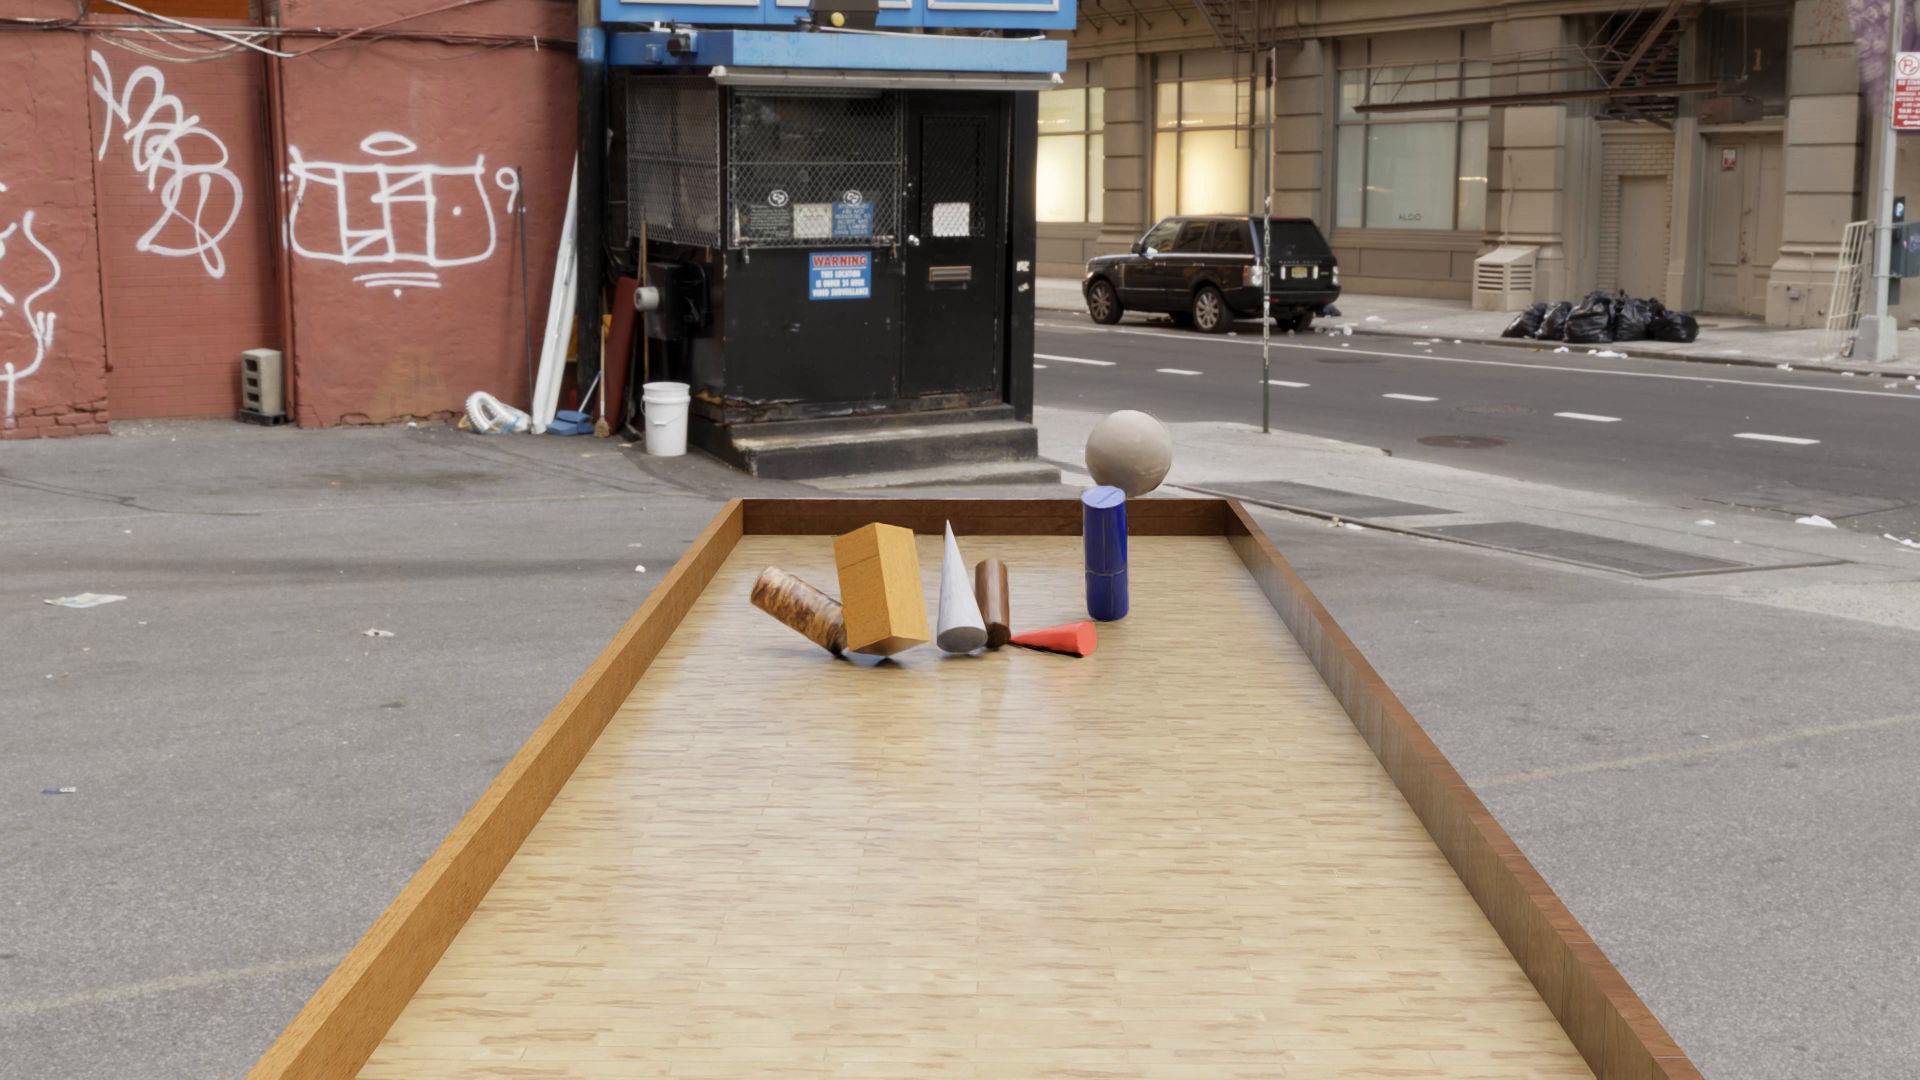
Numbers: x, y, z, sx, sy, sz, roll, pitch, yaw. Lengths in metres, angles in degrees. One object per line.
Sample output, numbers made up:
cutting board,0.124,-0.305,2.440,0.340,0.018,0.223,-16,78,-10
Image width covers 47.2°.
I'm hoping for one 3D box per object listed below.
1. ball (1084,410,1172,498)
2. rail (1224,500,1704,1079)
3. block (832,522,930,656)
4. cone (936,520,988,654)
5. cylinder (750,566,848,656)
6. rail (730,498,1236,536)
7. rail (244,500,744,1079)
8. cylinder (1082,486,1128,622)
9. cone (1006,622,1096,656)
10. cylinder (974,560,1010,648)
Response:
ball,0.569,-0.291,7.430,0.296,0.296,0.296,0,9,0
rail,1.046,0.843,3.208,0.050,0.150,12.000,0,9,1
block,-0.239,0.152,6.681,0.175,0.357,0.175,-22,-21,35
cone,-0.017,0.117,6.856,0.161,0.452,0.161,-5,-33,-3
cylinder,-0.477,0.217,6.803,0.316,0.146,0.146,30,20,19
rail,0.099,-0.098,9.147,2.100,0.150,0.050,0,9,1
rail,-1.004,0.839,3.234,0.050,0.150,12.000,0,9,1
cylinder,0.480,0.047,7.250,0.142,0.436,0.142,-3,30,2
cone,0.245,0.312,6.872,0.371,0.106,0.106,-3,5,39
cylinder,0.102,0.200,6.962,0.105,0.105,0.310,0,39,-1
